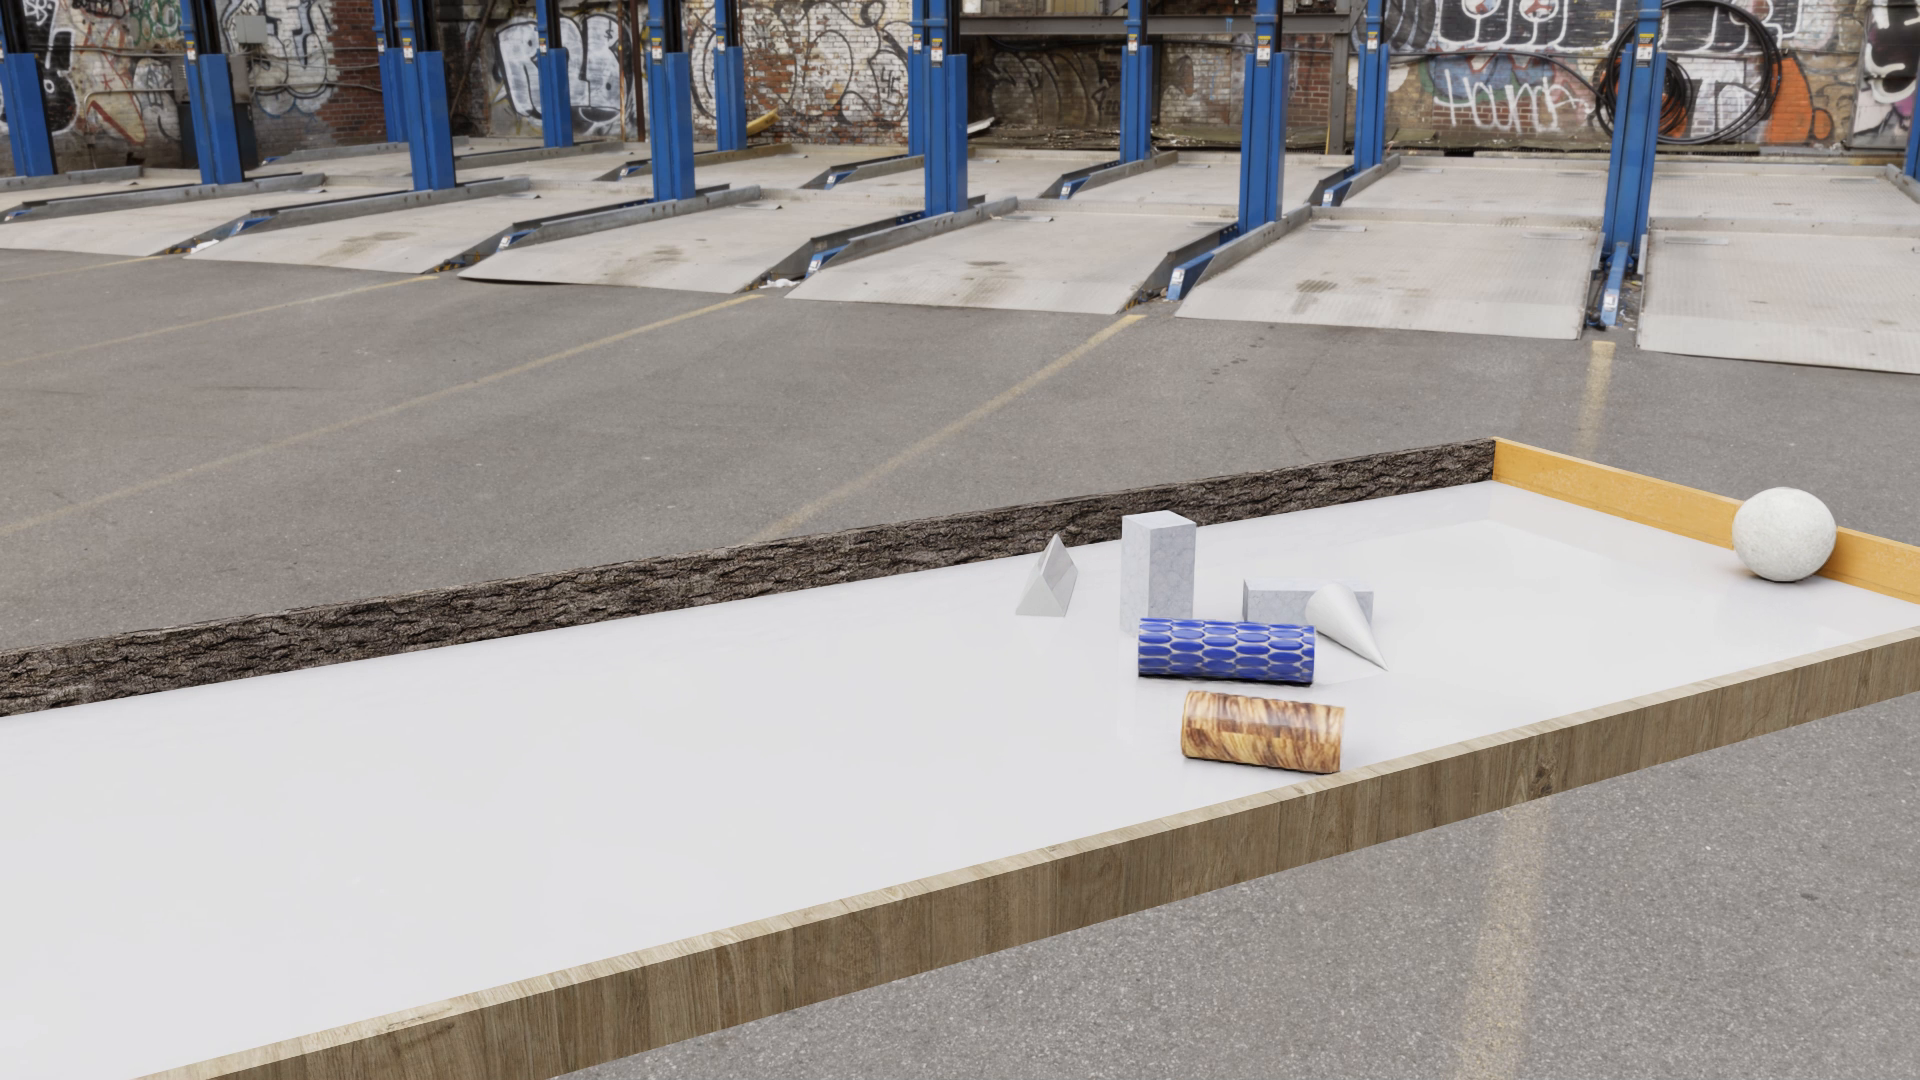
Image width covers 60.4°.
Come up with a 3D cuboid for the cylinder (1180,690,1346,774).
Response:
[{"bbox_3d":[0.673,0.423,3.653,0.344,0.148,0.148,5,17,17],"label":"cylinder"}]

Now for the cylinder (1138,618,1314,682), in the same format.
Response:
[{"bbox_3d":[0.669,0.278,4.159,0.432,0.141,0.141,2,17,8],"label":"cylinder"}]

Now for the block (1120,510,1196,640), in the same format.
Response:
[{"bbox_3d":[0.532,0.100,4.445,0.142,0.322,0.142,-8,18,-24],"label":"block"}]

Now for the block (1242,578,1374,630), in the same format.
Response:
[{"bbox_3d":[0.960,0.175,4.564,0.339,0.110,0.110,0,16,2],"label":"block"}]

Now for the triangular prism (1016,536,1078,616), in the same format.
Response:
[{"bbox_3d":[0.257,0.095,4.808,0.137,0.119,0.416,3,17,9],"label":"triangular prism"}]

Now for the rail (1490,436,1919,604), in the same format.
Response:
[{"bbox_3d":[2.466,-0.048,5.253,0.050,0.150,2.100,-9,18,-27],"label":"rail"}]

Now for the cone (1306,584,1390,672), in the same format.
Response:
[{"bbox_3d":[1.051,0.260,4.342,0.149,0.149,0.328,-5,30,-16],"label":"cone"}]

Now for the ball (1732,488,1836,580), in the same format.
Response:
[{"bbox_3d":[2.455,-0.018,4.921,0.280,0.280,0.280,0,16,0],"label":"ball"}]

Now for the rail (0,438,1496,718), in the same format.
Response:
[{"bbox_3d":[-3.305,0.497,3.399,12.000,0.150,0.050,-9,18,-27],"label":"rail"}]

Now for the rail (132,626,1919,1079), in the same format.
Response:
[{"bbox_3d":[-2.336,1.006,1.665,12.000,0.150,0.050,-9,18,-27],"label":"rail"}]
